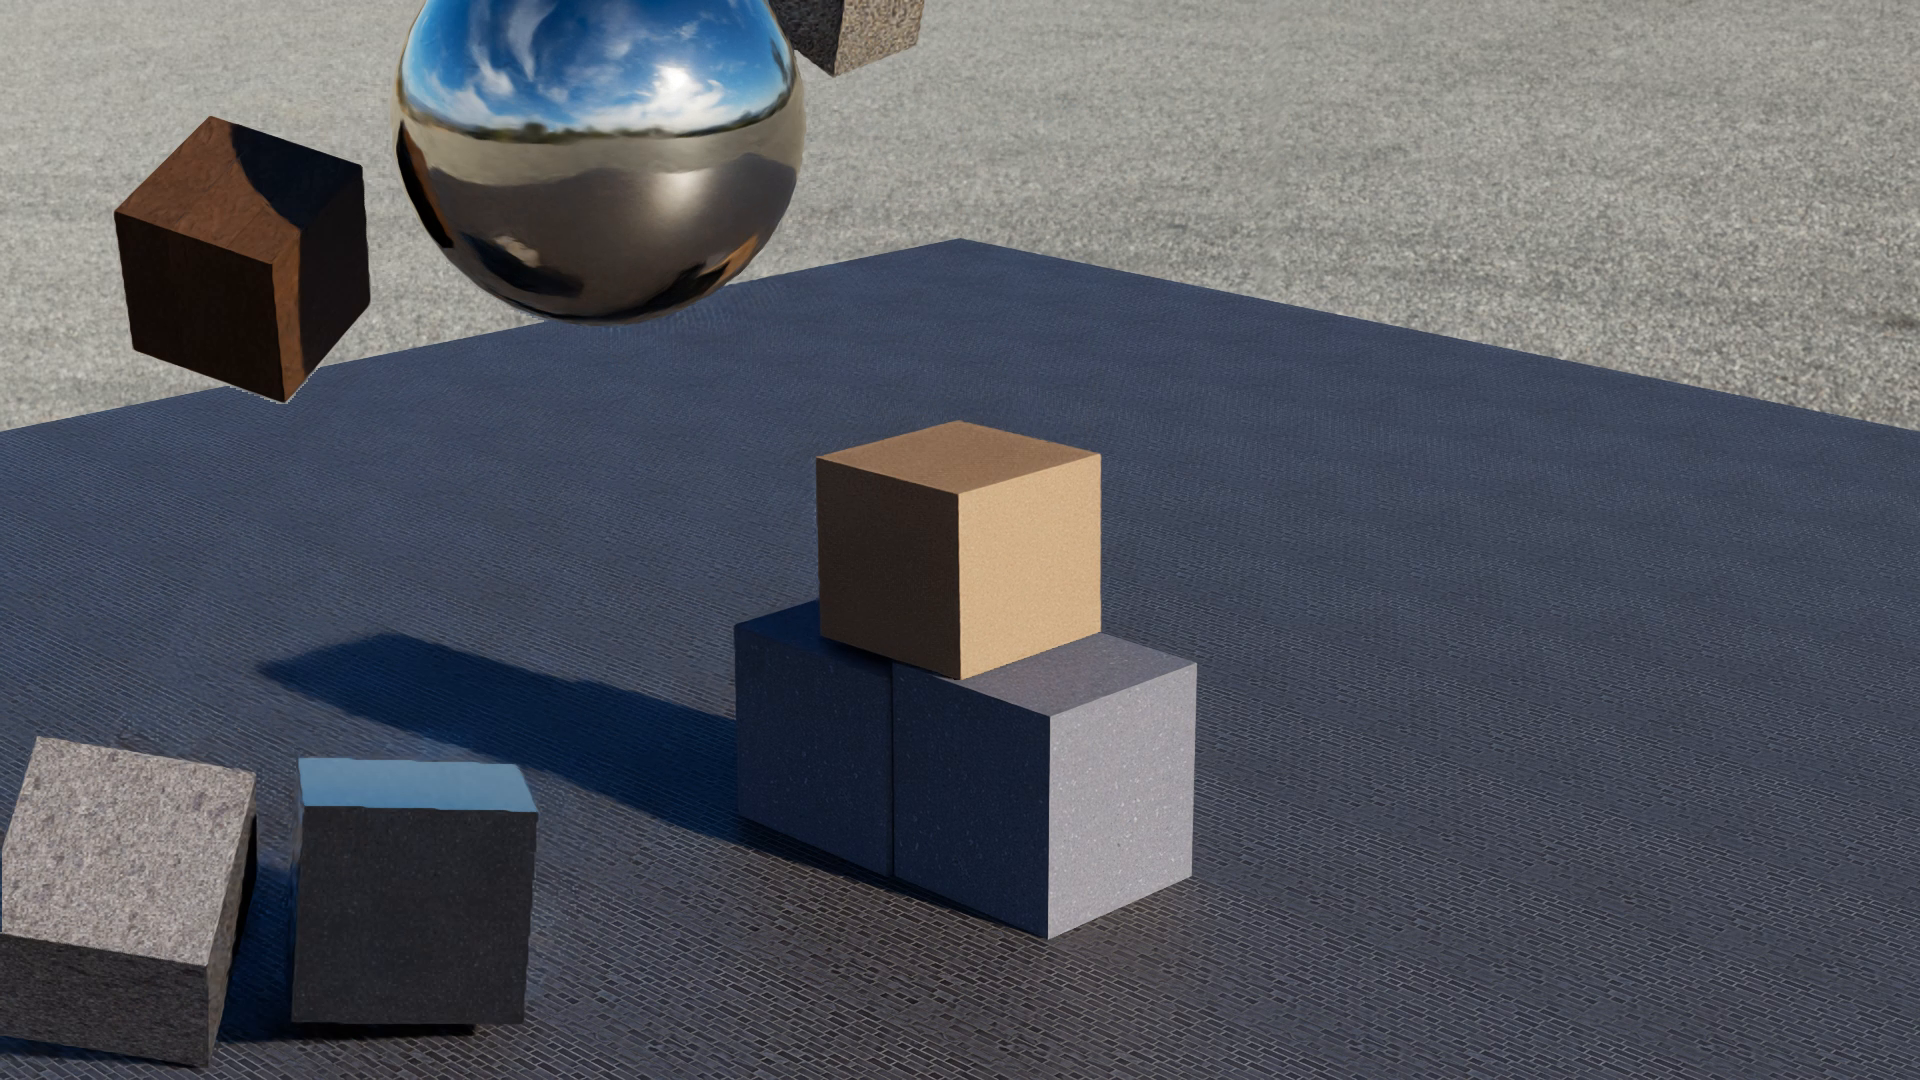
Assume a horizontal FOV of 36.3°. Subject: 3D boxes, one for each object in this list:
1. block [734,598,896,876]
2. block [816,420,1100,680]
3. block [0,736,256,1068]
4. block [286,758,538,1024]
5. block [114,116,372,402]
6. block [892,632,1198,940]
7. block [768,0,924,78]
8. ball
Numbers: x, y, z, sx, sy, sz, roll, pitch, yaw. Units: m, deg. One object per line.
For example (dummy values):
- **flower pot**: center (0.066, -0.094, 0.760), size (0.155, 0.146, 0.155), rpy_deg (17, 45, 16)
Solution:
- **block**: center (-0.359, 0.869, 13.968), size (0.970, 0.967, 1.033), rpy_deg (-17, 24, -42)
- **block**: center (-0.003, 0.024, 13.387), size (0.913, 0.850, 0.913), rpy_deg (15, 23, 43)
- **block**: center (-3.272, 1.425, 11.479), size (0.842, 0.890, 0.849), rpy_deg (10, 54, -7)
- **block**: center (-2.248, 1.419, 11.945), size (0.906, 0.873, 0.835), rpy_deg (3, 8, -15)
- **block**: center (-2.857, -1.128, 11.753), size (0.692, 0.717, 0.690), rpy_deg (19, 46, 11)
- **block**: center (0.379, 1.044, 13.290), size (0.971, 1.039, 0.959), rpy_deg (17, 24, 42)
- **block**: center (-0.508, -2.416, 12.748), size (0.495, 0.493, 0.524), rpy_deg (-28, 56, -35)
- **ball**: center (-1.396, -1.627, 11.367), size (1.600, 1.600, 1.600), rpy_deg (0, 17, 0)
